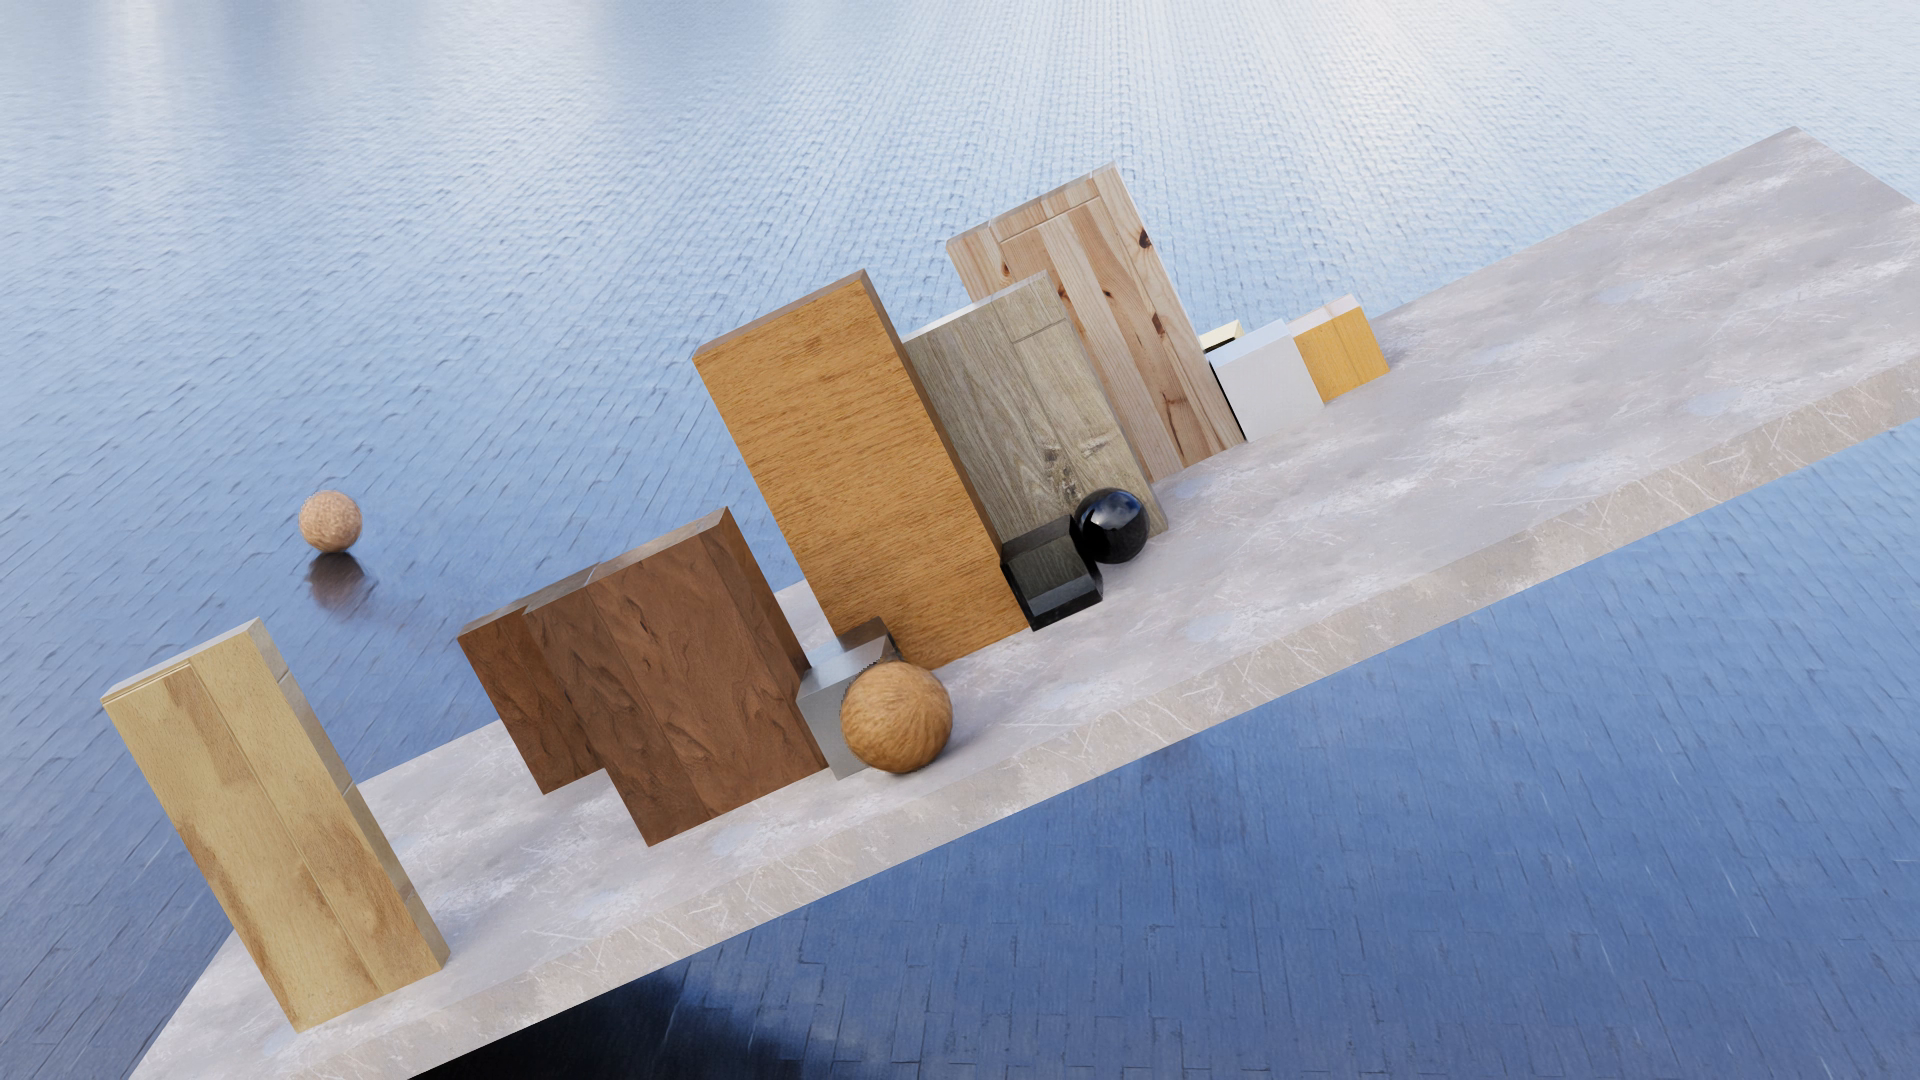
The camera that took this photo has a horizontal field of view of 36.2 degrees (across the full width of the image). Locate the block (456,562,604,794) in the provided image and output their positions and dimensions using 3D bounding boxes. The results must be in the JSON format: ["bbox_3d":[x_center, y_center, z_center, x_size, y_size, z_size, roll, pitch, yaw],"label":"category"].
[{"bbox_3d":[-0.865,0.309,6.554,0.344,0.409,0.100,-25,13,9],"label":"block"}]

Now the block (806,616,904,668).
[{"bbox_3d":[-0.189,0.280,5.899,0.168,0.168,0.168,-28,13,-3],"label":"block"}]

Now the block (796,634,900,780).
[{"bbox_3d":[-0.190,0.324,5.708,0.180,0.180,0.180,-25,13,10],"label":"block"}]

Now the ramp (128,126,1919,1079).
[{"bbox_3d":[0.137,0.168,6.281,4.000,0.100,2.000,-25,13,9],"label":"ramp"}]

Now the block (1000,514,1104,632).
[{"bbox_3d":[0.188,0.065,6.013,0.156,0.156,0.156,-25,13,10],"label":"block"}]

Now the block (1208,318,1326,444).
[{"bbox_3d":[0.686,-0.359,6.605,0.186,0.186,0.186,-25,13,6],"label":"block"}]

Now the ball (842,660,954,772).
[{"bbox_3d":[-0.117,0.330,5.486,0.209,0.209,0.209,0,16,0],"label":"ball"}]

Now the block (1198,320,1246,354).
[{"bbox_3d":[0.616,-0.404,6.972,0.156,0.156,0.156,-23,14,16],"label":"block"}]

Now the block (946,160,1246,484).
[{"bbox_3d":[0.305,-0.447,6.581,0.414,0.683,0.094,-25,13,9],"label":"block"}]

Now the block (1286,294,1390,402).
[{"bbox_3d":[0.848,-0.433,6.620,0.165,0.165,0.165,-25,13,6],"label":"block"}]

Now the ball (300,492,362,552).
[{"bbox_3d":[-2.139,-0.060,10.011,0.208,0.208,0.208,0,16,0],"label":"ball"}]

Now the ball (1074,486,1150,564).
[{"bbox_3d":[0.315,-0.030,6.121,0.162,0.162,0.162,0,16,0],"label":"ball"}]

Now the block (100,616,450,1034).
[{"bbox_3d":[-1.322,0.559,5.703,0.328,0.768,0.084,-25,13,9],"label":"block"}]

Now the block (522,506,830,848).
[{"bbox_3d":[-0.538,0.271,5.804,0.432,0.533,0.137,-25,13,9],"label":"block"}]

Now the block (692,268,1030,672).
[{"bbox_3d":[-0.191,-0.110,6.010,0.378,0.797,0.115,-25,13,9],"label":"block"}]

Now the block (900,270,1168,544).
[{"bbox_3d":[0.116,-0.205,6.207,0.432,0.602,0.081,-25,13,9],"label":"block"}]
